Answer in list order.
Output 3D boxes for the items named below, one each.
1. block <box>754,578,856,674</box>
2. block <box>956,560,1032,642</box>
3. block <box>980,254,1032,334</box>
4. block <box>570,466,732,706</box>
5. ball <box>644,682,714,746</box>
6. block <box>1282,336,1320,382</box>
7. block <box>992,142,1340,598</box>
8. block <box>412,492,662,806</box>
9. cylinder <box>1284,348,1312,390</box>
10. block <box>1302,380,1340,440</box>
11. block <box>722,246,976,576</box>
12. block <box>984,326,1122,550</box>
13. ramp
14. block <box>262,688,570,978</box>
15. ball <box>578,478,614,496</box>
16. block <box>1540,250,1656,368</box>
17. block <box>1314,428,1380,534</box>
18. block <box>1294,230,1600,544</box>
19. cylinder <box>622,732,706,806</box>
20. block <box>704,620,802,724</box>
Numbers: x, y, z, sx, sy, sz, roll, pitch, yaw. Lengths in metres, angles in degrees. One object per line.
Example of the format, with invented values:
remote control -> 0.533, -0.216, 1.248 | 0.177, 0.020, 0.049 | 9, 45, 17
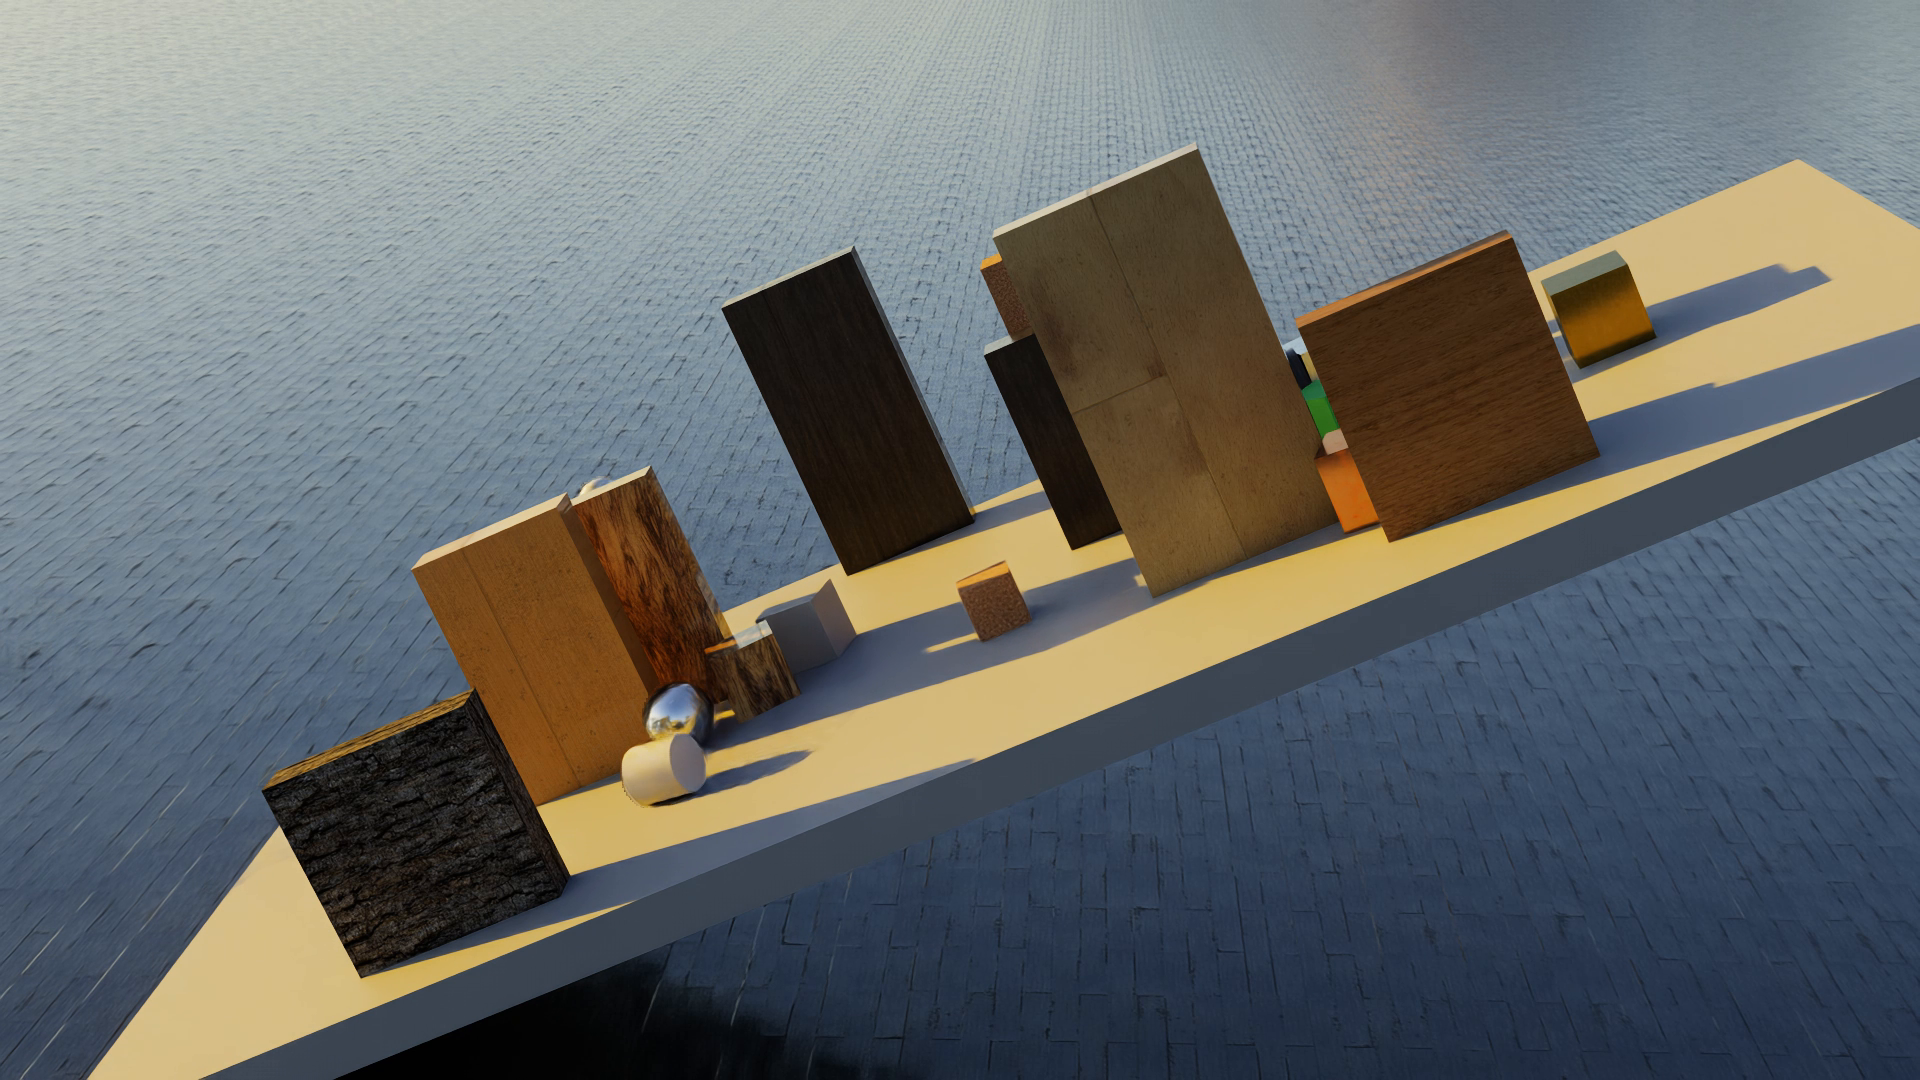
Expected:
block -> -0.340, 0.194, 6.511 | 0.143, 0.143, 0.143 | -20, 14, 21
block -> 0.069, 0.127, 6.088 | 0.114, 0.114, 0.114 | -24, 13, 1
block -> 0.301, -0.399, 6.641 | 0.282, 0.614, 0.126 | -23, 13, 8
block -> -0.725, 0.147, 6.522 | 0.331, 0.535, 0.089 | -23, 13, 8
ball -> -0.595, 0.375, 6.238 | 0.150, 0.150, 0.150 | 0, 15, 0
block -> 0.844, -0.382, 6.576 | 0.171, 0.171, 0.171 | -26, 13, -6
block -> 0.418, -0.326, 5.743 | 0.425, 0.784, 0.097 | -23, 13, 8
block -> -0.884, 0.239, 6.335 | 0.345, 0.584, 0.127 | -23, 13, 8
cylinder -> 0.679, -0.293, 6.466 | 0.196, 0.196, 0.196 | -24, 15, 3
block -> 0.794, -0.265, 6.286 | 0.131, 0.131, 0.131 | -35, 16, -38
block -> -0.264, -0.308, 7.082 | 0.339, 0.720, 0.096 | -23, 13, 8
block -> 0.340, -0.281, 6.408 | 0.417, 0.475, 0.108 | -23, 13, 8
ramp -> 0.132, 0.170, 6.284 | 4.000, 0.100, 2.000 | -23, 13, 8
block -> -1.048, 0.568, 5.686 | 0.434, 0.420, 0.113 | -23, 13, 8
ball -> -1.250, -0.123, 10.329 | 0.190, 0.190, 0.190 | 0, 15, 0
block -> 1.320, -0.478, 6.089 | 0.167, 0.167, 0.167 | -22, 13, 10
block -> 0.800, -0.134, 5.677 | 0.162, 0.162, 0.162 | -20, 14, 21
block -> 0.902, -0.283, 5.445 | 0.418, 0.444, 0.091 | -23, 13, 8
cylinder -> -0.599, 0.464, 5.952 | 0.122, 0.122, 0.122 | -18, 6, 28
block -> -0.447, 0.283, 6.338 | 0.148, 0.148, 0.148 | -26, 13, -4
